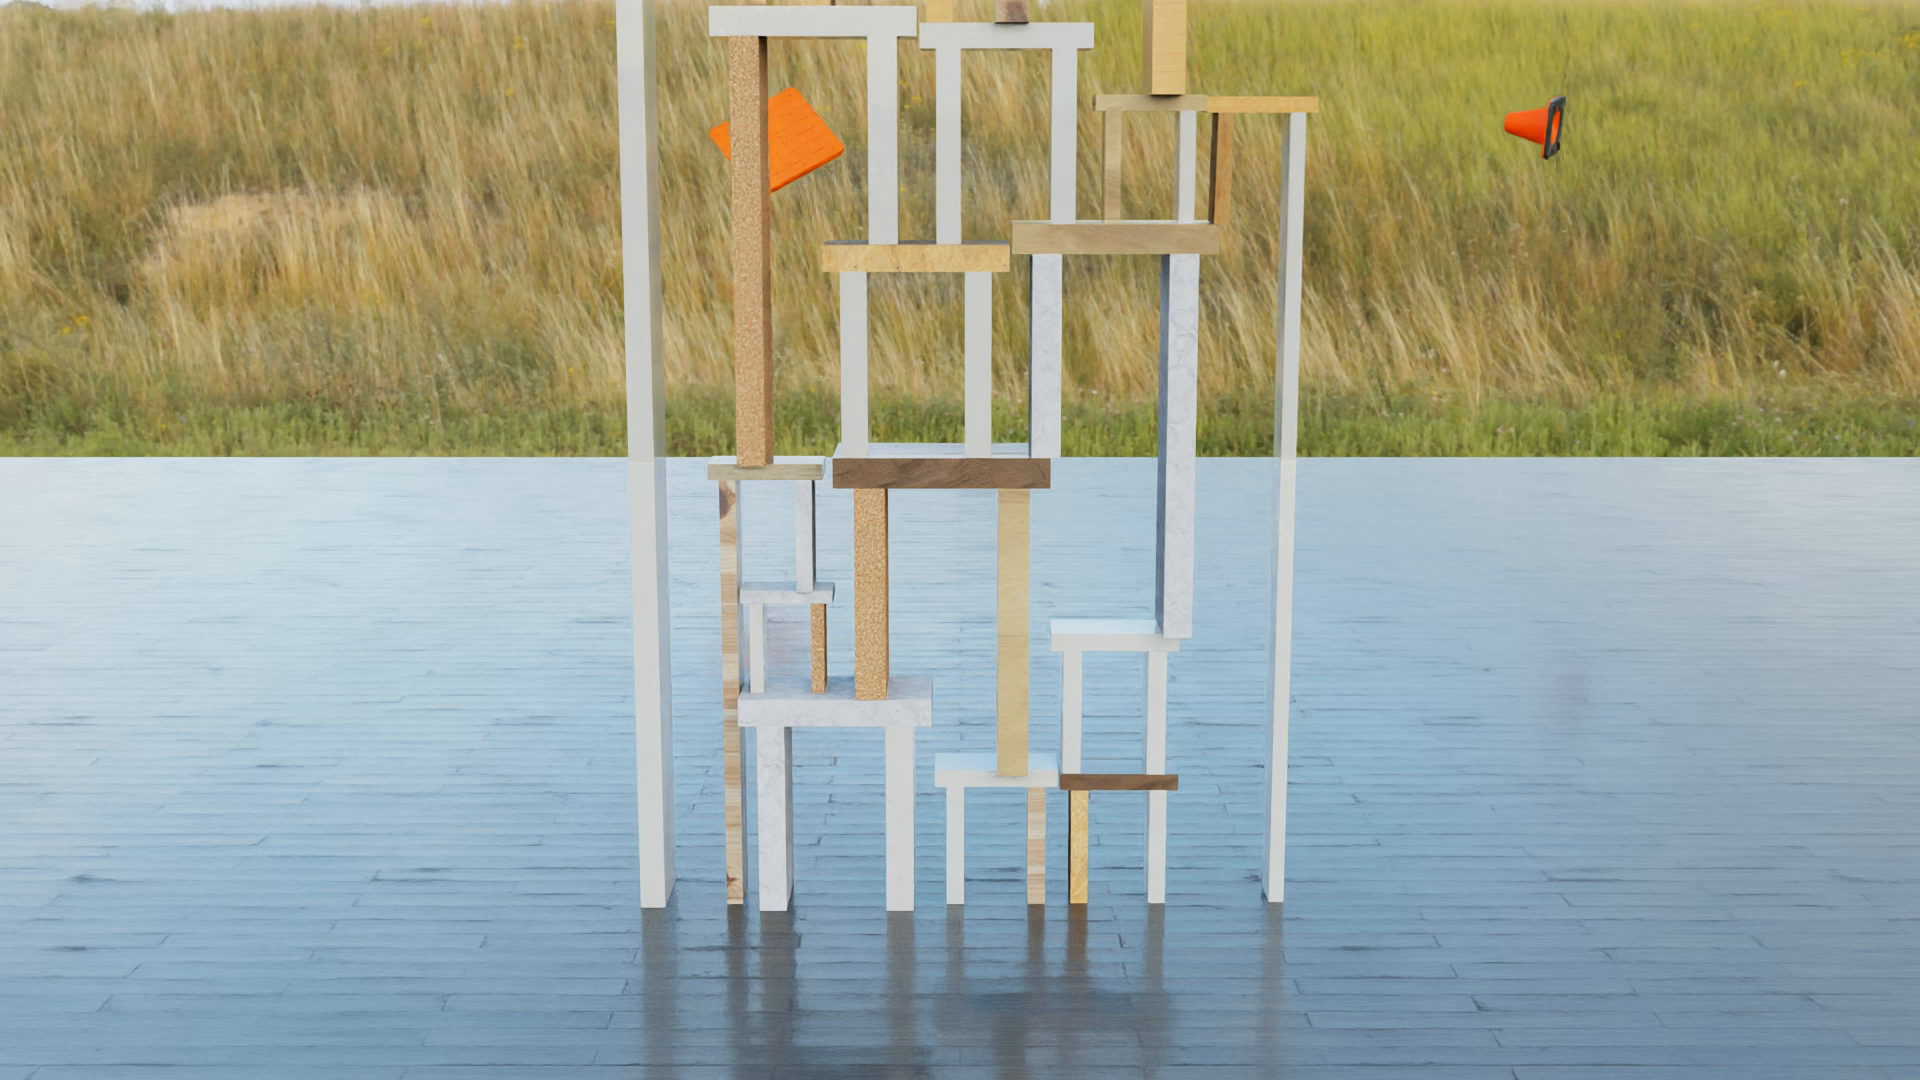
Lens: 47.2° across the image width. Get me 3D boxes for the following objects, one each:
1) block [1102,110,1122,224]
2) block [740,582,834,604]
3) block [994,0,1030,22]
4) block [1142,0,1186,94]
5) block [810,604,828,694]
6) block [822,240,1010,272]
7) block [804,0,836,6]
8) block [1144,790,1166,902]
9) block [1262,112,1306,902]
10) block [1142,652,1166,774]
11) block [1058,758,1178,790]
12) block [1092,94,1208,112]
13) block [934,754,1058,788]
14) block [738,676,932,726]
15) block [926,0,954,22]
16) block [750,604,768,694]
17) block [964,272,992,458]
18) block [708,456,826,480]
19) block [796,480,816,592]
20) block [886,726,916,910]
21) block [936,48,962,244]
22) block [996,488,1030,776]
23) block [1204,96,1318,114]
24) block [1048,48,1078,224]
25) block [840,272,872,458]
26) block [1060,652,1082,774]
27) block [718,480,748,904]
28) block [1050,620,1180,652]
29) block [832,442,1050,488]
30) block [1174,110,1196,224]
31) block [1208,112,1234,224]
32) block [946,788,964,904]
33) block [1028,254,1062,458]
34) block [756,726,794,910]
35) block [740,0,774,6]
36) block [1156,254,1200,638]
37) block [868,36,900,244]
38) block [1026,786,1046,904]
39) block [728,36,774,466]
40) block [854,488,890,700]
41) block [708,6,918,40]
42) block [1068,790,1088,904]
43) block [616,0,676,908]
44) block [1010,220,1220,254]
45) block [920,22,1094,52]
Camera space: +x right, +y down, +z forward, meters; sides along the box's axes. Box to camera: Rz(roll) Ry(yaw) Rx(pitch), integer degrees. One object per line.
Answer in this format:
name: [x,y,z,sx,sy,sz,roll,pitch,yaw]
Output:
block: [0.237,-0.585,3.449,0.024,0.172,0.086,0,11,0]
block: [-0.279,0.085,3.574,0.148,0.021,0.074,0,11,0]
block: [0.080,-0.973,3.377,0.050,0.355,0.177,0,11,0]
block: [0.316,-0.920,3.385,0.050,0.461,0.177,0,11,0]
block: [-0.230,0.169,3.589,0.021,0.149,0.074,0,11,0]
block: [-0.069,-0.449,3.473,0.291,0.041,0.145,0,11,0]
block: [-0.217,-0.961,3.385,0.040,0.279,0.140,0,11,0]
block: [0.324,0.494,3.656,0.027,0.193,0.096,0,11,1]
block: [0.522,-0.039,3.555,0.024,1.279,0.085,0,11,0]
block: [0.319,0.272,3.615,0.029,0.206,0.103,0,11,0]
block: [0.260,0.386,3.635,0.193,0.027,0.096,0,11,0]
block: [0.294,-0.682,3.430,0.172,0.024,0.086,0,11,-1]
block: [0.059,0.380,3.631,0.200,0.028,0.100,0,11,0]
block: [-0.201,0.264,3.604,0.310,0.044,0.155,0,11,0]
block: [-0.031,-0.949,3.388,0.040,0.304,0.140,0,11,0]
block: [-0.329,0.169,3.589,0.021,0.148,0.074,0,11,0]
block: [0.028,-0.286,3.504,0.041,0.291,0.145,0,11,0]
block: [-0.310,-0.116,3.534,0.182,0.026,0.091,0,11,0]
block: [-0.249,-0.014,3.553,0.026,0.182,0.091,0,11,0]
block: [-0.098,0.438,3.636,0.044,0.311,0.155,0,11,0]
block: [-0.017,-0.616,3.443,0.038,0.297,0.133,0,11,0]
block: [0.085,0.134,3.589,0.049,0.469,0.171,0,11,0]
block: [0.468,-0.680,3.435,0.169,0.024,0.085,0,11,0]
block: [0.160,-0.631,3.441,0.038,0.266,0.133,0,11,0]
block: [-0.166,-0.286,3.504,0.041,0.291,0.145,0,11,0]
block: [0.182,0.271,3.618,0.029,0.206,0.103,0,11,0]
block: [-0.370,0.244,3.601,0.026,0.706,0.091,0,11,0]
block: [0.251,0.156,3.594,0.206,0.029,0.103,0,11,0]
block: [-0.029,-0.120,3.541,0.343,0.049,0.171,0,11,0]
block: [0.352,-0.585,3.449,0.024,0.172,0.086,0,11,0]
block: [0.410,-0.584,3.453,0.024,0.169,0.085,1,11,0]
block: [-0.008,0.492,3.651,0.028,0.200,0.100,0,11,0]
block: [0.135,-0.300,3.503,0.045,0.319,0.159,0,11,0]
block: [-0.305,0.438,3.636,0.044,0.311,0.155,0,11,0]
block: [-0.315,-0.962,3.384,0.040,0.282,0.141,0,11,0]
block: [0.347,-0.157,3.529,0.045,0.609,0.159,0,11,0]
block: [-0.119,-0.625,3.448,0.045,0.315,0.158,0,11,0]
block: [0.126,0.492,3.651,0.028,0.200,0.100,0,11,0]
block: [-0.329,-0.455,3.480,0.045,0.661,0.157,0,11,0]
block: [-0.143,0.072,3.577,0.049,0.343,0.171,0,10,0]
block: [-0.224,-0.802,3.415,0.315,0.045,0.158,0,11,0]
block: [0.196,0.495,3.654,0.027,0.193,0.096,0,11,0]
block: [-0.503,-0.256,3.516,0.040,1.719,0.141,0,11,0]
block: [0.241,-0.479,3.469,0.319,0.045,0.159,0,11,0]
block: [0.071,-0.780,3.413,0.266,0.038,0.133,0,11,0]
